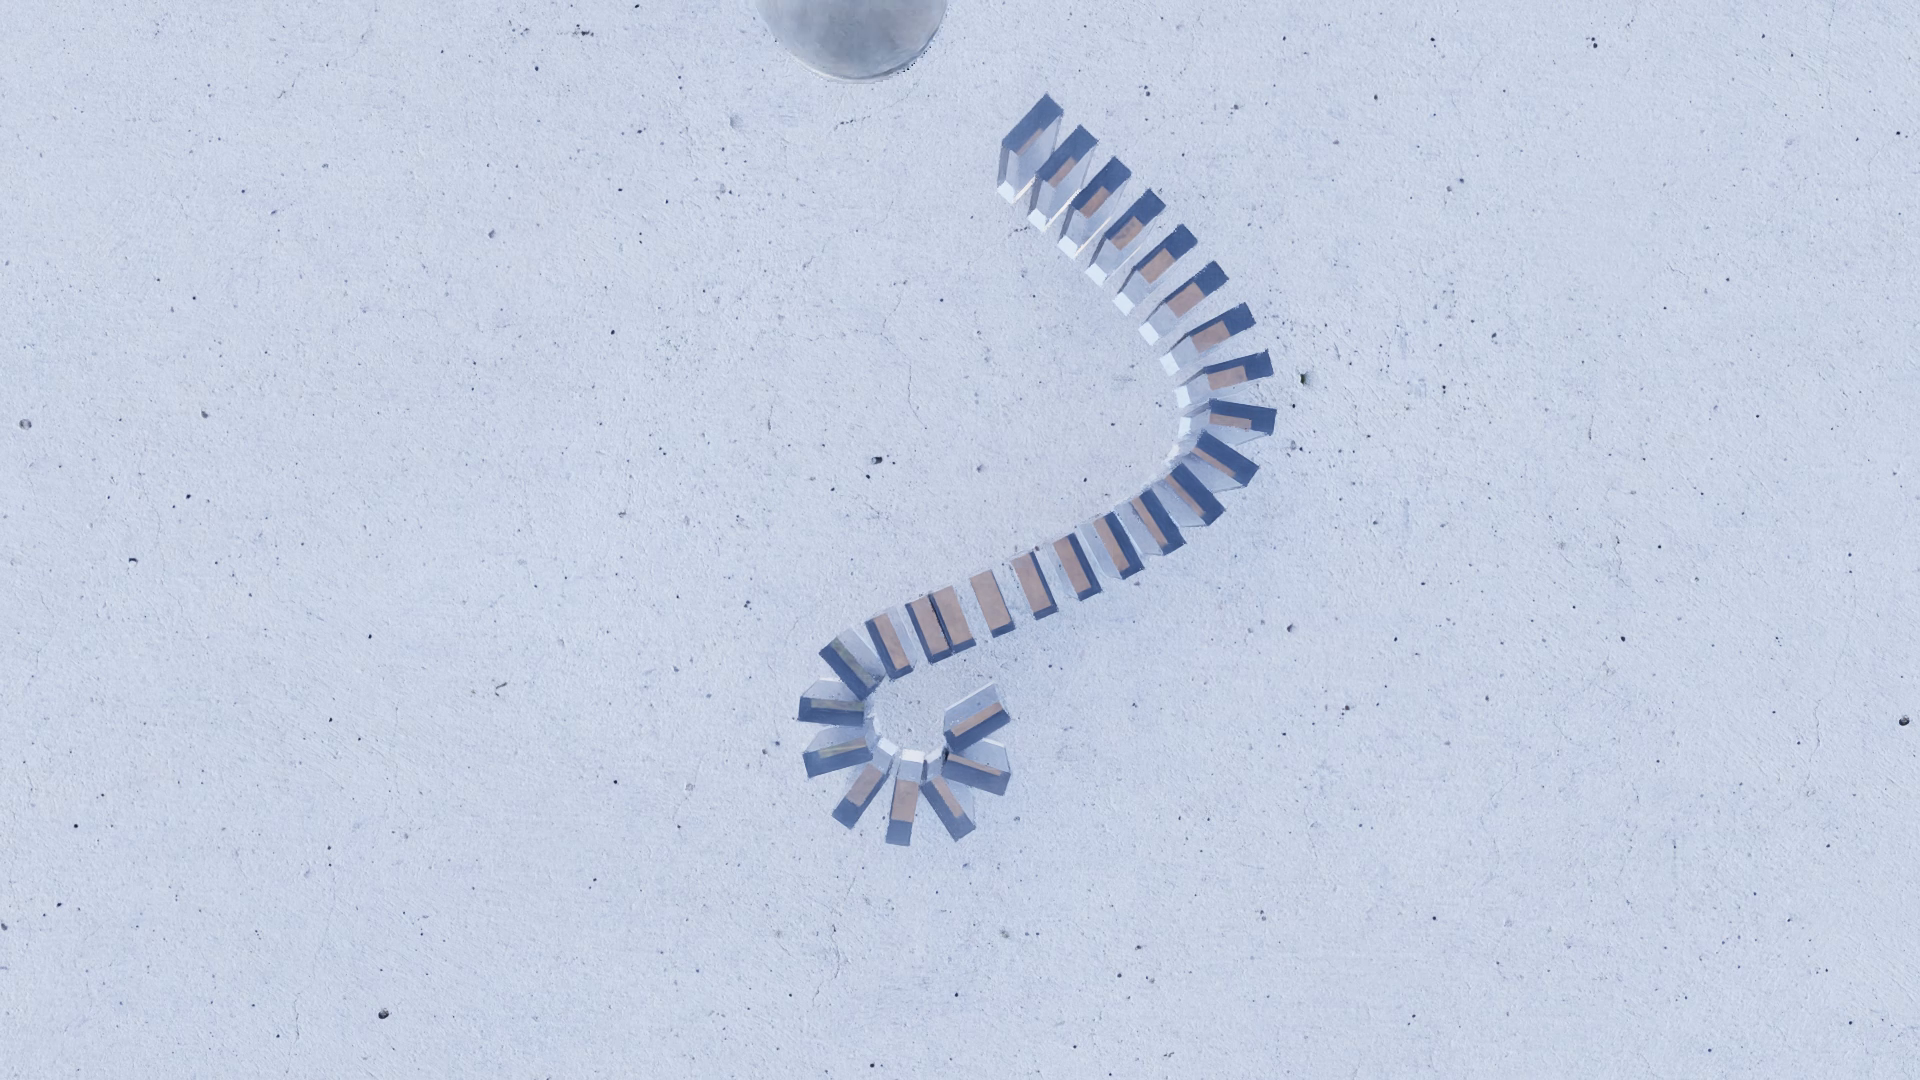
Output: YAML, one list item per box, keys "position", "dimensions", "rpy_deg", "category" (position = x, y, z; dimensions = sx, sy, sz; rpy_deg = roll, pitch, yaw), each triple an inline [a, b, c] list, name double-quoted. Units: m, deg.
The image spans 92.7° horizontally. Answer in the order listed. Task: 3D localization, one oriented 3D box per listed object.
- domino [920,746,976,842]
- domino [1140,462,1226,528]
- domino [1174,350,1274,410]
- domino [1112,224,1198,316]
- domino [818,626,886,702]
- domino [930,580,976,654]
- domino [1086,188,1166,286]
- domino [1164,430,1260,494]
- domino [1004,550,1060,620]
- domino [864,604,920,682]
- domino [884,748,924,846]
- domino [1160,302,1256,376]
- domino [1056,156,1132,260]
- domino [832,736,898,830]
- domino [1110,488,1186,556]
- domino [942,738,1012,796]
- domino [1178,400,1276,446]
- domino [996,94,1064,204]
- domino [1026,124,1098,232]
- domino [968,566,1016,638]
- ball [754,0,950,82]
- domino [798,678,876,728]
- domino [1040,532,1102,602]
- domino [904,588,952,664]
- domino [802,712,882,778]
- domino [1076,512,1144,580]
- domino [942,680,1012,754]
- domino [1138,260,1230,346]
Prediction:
- position: [-0.005, 0.103, 0.375]
  dimensions: [0.010, 0.050, 0.025]
  rpy_deg: [-34, 90, 0]
  category: "domino"
- position: [0.090, -0.018, 0.375]
  dimensions: [0.009, 0.050, 0.025]
  rpy_deg: [-43, 90, 0]
  category: "domino"
- position: [0.107, -0.065, 0.375]
  dimensions: [0.025, 0.050, 0.009]
  rpy_deg: [-15, 90, 0]
  category: "domino"
- position: [0.079, -0.109, 0.375]
  dimensions: [0.025, 0.050, 0.009]
  rpy_deg: [-42, 90, 0]
  category: "domino"
- position: [-0.043, 0.049, 0.375]
  dimensions: [0.009, 0.050, 0.025]
  rpy_deg: [-41, 90, 0]
  category: "domino"
- position: [-0.003, 0.031, 0.375]
  dimensions: [0.010, 0.050, 0.025]
  rpy_deg: [-22, 90, 0]
  category: "domino"
- position: [0.067, -0.122, 0.375]
  dimensions: [0.025, 0.050, 0.009]
  rpy_deg: [-45, 90, 0]
  category: "domino"
- position: [0.102, -0.031, 0.375]
  dimensions: [0.025, 0.050, 0.009]
  rpy_deg: [33, 90, 0]
  category: "domino"
- position: [0.029, 0.018, 0.375]
  dimensions: [0.009, 0.050, 0.025]
  rpy_deg: [-23, 90, 0]
  category: "domino"
- position: [-0.027, 0.041, 0.375]
  dimensions: [0.009, 0.050, 0.025]
  rpy_deg: [-24, 90, 0]
  category: "domino"
- position: [-0.022, 0.104, 0.375]
  dimensions: [0.010, 0.050, 0.025]
  rpy_deg: [9, 90, 0]
  category: "domino"
- position: [0.100, -0.081, 0.375]
  dimensions: [0.025, 0.050, 0.009]
  rpy_deg: [-28, 90, 0]
  category: "domino"
- position: [0.054, -0.135, 0.375]
  dimensions: [0.009, 0.050, 0.025]
  rpy_deg: [43, 90, 0]
  category: "domino"
- position: [-0.038, 0.098, 0.375]
  dimensions: [0.010, 0.050, 0.025]
  rpy_deg: [36, 90, 0]
  category: "domino"
- position: [0.076, -0.007, 0.375]
  dimensions: [0.010, 0.050, 0.025]
  rpy_deg: [-33, 90, 0]
  category: "domino"
- position: [0.006, 0.090, 0.375]
  dimensions: [0.025, 0.050, 0.009]
  rpy_deg: [18, 90, 0]
  category: "domino"
- position: [0.108, -0.047, 0.375]
  dimensions: [0.025, 0.050, 0.009]
  rpy_deg: [9, 90, 0]
  category: "domino"
- position: [0.028, -0.158, 0.375]
  dimensions: [0.010, 0.050, 0.025]
  rpy_deg: [43, 90, 0]
  category: "domino"
- position: [0.041, -0.147, 0.375]
  dimensions: [0.009, 0.050, 0.025]
  rpy_deg: [42, 90, 0]
  category: "domino"
- position: [0.012, 0.024, 0.375]
  dimensions: [0.009, 0.050, 0.025]
  rpy_deg: [-22, 90, 0]
  category: "domino"
- position: [-0.043, -0.224, 0.360]
  dimensions: [0.080, 0.080, 0.080]
  rpy_deg: [0, 90, 0]
  category: "ball"
- position: [-0.049, 0.066, 0.375]
  dimensions: [0.025, 0.050, 0.010]
  rpy_deg: [5, 90, 0]
  category: "domino"
- position: [0.045, 0.010, 0.375]
  dimensions: [0.009, 0.050, 0.025]
  rpy_deg: [-26, 90, 0]
  category: "domino"
- position: [-0.012, 0.035, 0.375]
  dimensions: [0.009, 0.050, 0.025]
  rpy_deg: [-23, 90, 0]
  category: "domino"
- position: [-0.047, 0.083, 0.375]
  dimensions: [0.025, 0.050, 0.009]
  rpy_deg: [-16, 90, 0]
  category: "domino"
- position: [0.061, 0.002, 0.375]
  dimensions: [0.009, 0.050, 0.025]
  rpy_deg: [-28, 90, 0]
  category: "domino"
- position: [0.006, 0.072, 0.375]
  dimensions: [0.025, 0.050, 0.009]
  rpy_deg: [-31, 90, 0]
  category: "domino"
- position: [0.090, -0.096, 0.375]
  dimensions: [0.025, 0.050, 0.009]
  rpy_deg: [-38, 90, 0]
  category: "domino"
